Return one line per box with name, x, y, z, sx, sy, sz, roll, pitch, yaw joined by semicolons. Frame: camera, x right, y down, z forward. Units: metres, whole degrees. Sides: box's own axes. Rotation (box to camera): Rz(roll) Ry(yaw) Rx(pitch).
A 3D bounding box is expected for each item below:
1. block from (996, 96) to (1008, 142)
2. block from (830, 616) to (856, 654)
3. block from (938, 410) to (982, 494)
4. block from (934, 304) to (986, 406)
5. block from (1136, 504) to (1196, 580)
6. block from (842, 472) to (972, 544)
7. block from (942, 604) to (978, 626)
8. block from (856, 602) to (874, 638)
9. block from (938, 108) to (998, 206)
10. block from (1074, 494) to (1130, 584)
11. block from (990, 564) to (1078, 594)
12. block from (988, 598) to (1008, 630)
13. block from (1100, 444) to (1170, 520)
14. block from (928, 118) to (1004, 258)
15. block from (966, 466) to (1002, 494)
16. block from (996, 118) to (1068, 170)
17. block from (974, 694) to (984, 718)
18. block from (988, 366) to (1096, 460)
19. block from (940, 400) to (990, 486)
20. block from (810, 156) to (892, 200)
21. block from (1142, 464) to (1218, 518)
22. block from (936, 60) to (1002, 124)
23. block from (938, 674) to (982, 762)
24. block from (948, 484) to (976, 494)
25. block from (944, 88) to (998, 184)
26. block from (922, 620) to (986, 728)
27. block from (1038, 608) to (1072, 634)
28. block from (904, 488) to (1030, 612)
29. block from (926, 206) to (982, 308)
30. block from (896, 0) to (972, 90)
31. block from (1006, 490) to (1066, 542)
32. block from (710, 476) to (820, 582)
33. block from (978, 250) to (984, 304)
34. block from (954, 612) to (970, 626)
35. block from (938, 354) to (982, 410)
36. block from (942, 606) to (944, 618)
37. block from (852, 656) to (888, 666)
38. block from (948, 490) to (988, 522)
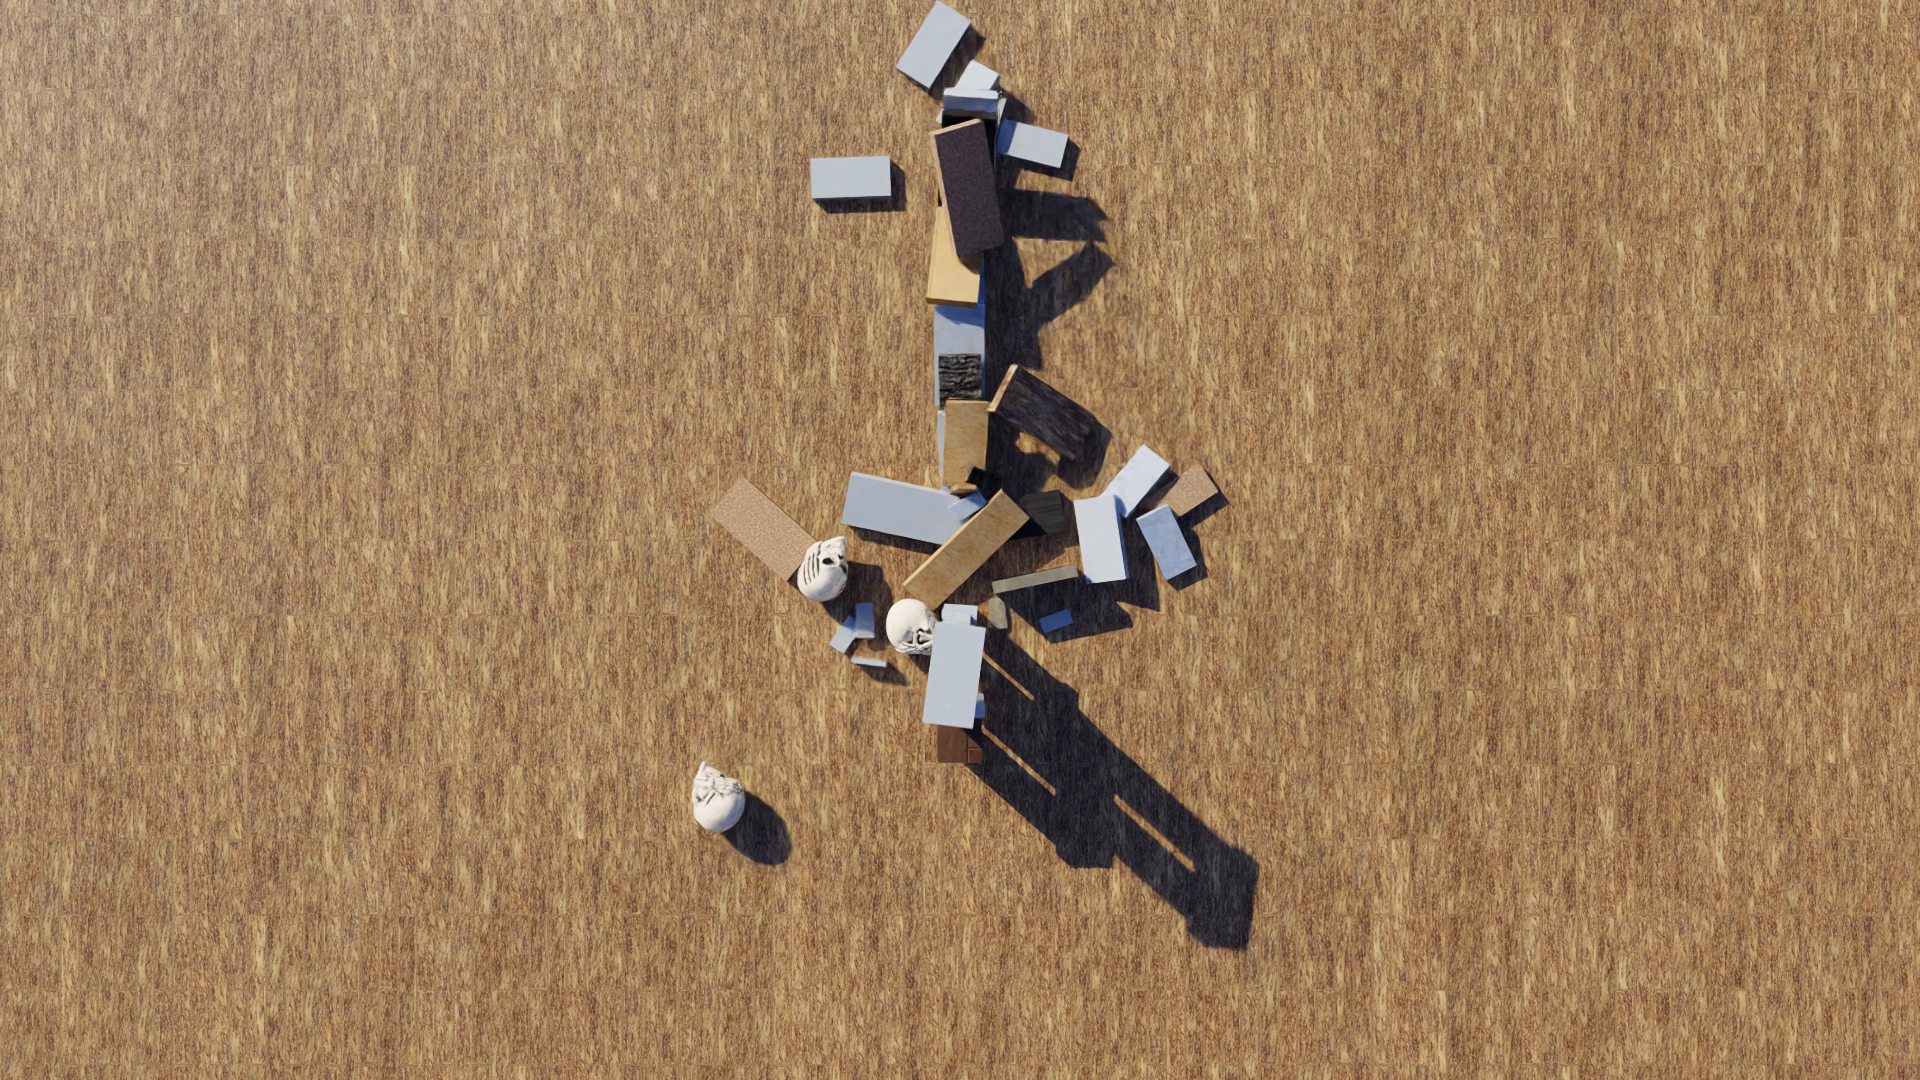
block;0.073;-1.361;5.465;0.114;0.032;0.228;17;92;16
block;-0.379;0.314;5.492;0.058;0.016;0.115;34;90;0
block;0.000;-0.289;5.440;0.139;0.039;0.278;-2;107;0
block;-0.001;-0.610;5.440;0.165;0.047;0.330;0;103;0
block;0.683;0.007;5.461;0.114;0.032;0.228;-27;102;0
block;-0.169;-0.097;5.454;0.419;0.048;0.169;12;105;0
block;-0.005;0.314;5.270;0.107;0.030;0.214;4;90;0
block;-0.316;0.267;5.479;0.058;0.016;0.115;0;82;-11
block;0.023;-1.226;5.357;0.172;0.049;0.344;6;131;2
block;0.468;-0.002;5.454;0.140;0.040;0.279;-9;90;24
block;0.243;0.127;5.430;0.279;0.140;0.040;-12;90;0
block;0.127;0.245;5.493;0.051;0.015;0.103;-7;90;0
block;0.581;-0.192;5.468;0.114;0.032;0.228;40;90;17
block;0.024;-1.122;5.272;0.172;0.049;0.403;-20;118;-16
block;0.077;-0.198;5.396;0.115;0.016;0.058;23;96;-28
block;0.235;-1.316;5.484;0.228;0.032;0.114;14;90;0
block;-0.001;0.505;5.032;0.149;0.298;0.042;0;90;0
block;0.270;-0.414;5.398;0.338;0.048;0.169;30;84;-25
block;0.016;-0.314;5.383;0.139;0.039;0.278;1;107;-9
block;-0.362;-1.202;5.481;0.262;0.037;0.131;-2;90;0
block;0.730;-0.145;5.484;0.228;0.032;0.114;-33;90;0
block;0.029;-1.458;5.450;0.114;0.032;0.228;34;98;20
block;-0.001;0.561;5.201;0.139;0.040;0.279;0;90;0
block;0.007;-0.167;5.391;0.058;0.115;0.016;4;83;-16
block;0.032;-1.292;5.364;0.172;0.049;0.344;5;131;3
block;-0.017;0.397;4.862;0.149;0.042;0.298;7;90;0
block;0.320;0.269;5.493;0.103;0.015;0.051;-21;90;0
block;0.021;0.036;5.436;0.453;0.037;0.131;-44;107;7
block;-0.010;-0.926;5.403;0.165;0.047;0.330;6;73;0
block;-0.088;-1.643;5.481;0.131;0.037;0.262;32;90;0
block;0.203;-0.075;5.480;0.279;0.040;0.140;-10;90;0
block;-0.647;-0.037;5.476;0.338;0.048;0.169;41;90;0
block;-0.001;-0.835;5.477;0.165;0.047;0.330;0;90;0
block;0.006;0.257;5.167;0.051;0.177;0.015;6;100;0
block;0.001;-0.472;5.425;0.139;0.039;0.278;-1;107;0
block;-0.005;0.238;5.393;0.107;0.214;0.030;0;90;0
block;-0.301;0.403;5.471;0.115;0.058;0.016;8;92;0
block;0.027;-0.112;5.398;0.115;0.016;0.058;-32;103;14
